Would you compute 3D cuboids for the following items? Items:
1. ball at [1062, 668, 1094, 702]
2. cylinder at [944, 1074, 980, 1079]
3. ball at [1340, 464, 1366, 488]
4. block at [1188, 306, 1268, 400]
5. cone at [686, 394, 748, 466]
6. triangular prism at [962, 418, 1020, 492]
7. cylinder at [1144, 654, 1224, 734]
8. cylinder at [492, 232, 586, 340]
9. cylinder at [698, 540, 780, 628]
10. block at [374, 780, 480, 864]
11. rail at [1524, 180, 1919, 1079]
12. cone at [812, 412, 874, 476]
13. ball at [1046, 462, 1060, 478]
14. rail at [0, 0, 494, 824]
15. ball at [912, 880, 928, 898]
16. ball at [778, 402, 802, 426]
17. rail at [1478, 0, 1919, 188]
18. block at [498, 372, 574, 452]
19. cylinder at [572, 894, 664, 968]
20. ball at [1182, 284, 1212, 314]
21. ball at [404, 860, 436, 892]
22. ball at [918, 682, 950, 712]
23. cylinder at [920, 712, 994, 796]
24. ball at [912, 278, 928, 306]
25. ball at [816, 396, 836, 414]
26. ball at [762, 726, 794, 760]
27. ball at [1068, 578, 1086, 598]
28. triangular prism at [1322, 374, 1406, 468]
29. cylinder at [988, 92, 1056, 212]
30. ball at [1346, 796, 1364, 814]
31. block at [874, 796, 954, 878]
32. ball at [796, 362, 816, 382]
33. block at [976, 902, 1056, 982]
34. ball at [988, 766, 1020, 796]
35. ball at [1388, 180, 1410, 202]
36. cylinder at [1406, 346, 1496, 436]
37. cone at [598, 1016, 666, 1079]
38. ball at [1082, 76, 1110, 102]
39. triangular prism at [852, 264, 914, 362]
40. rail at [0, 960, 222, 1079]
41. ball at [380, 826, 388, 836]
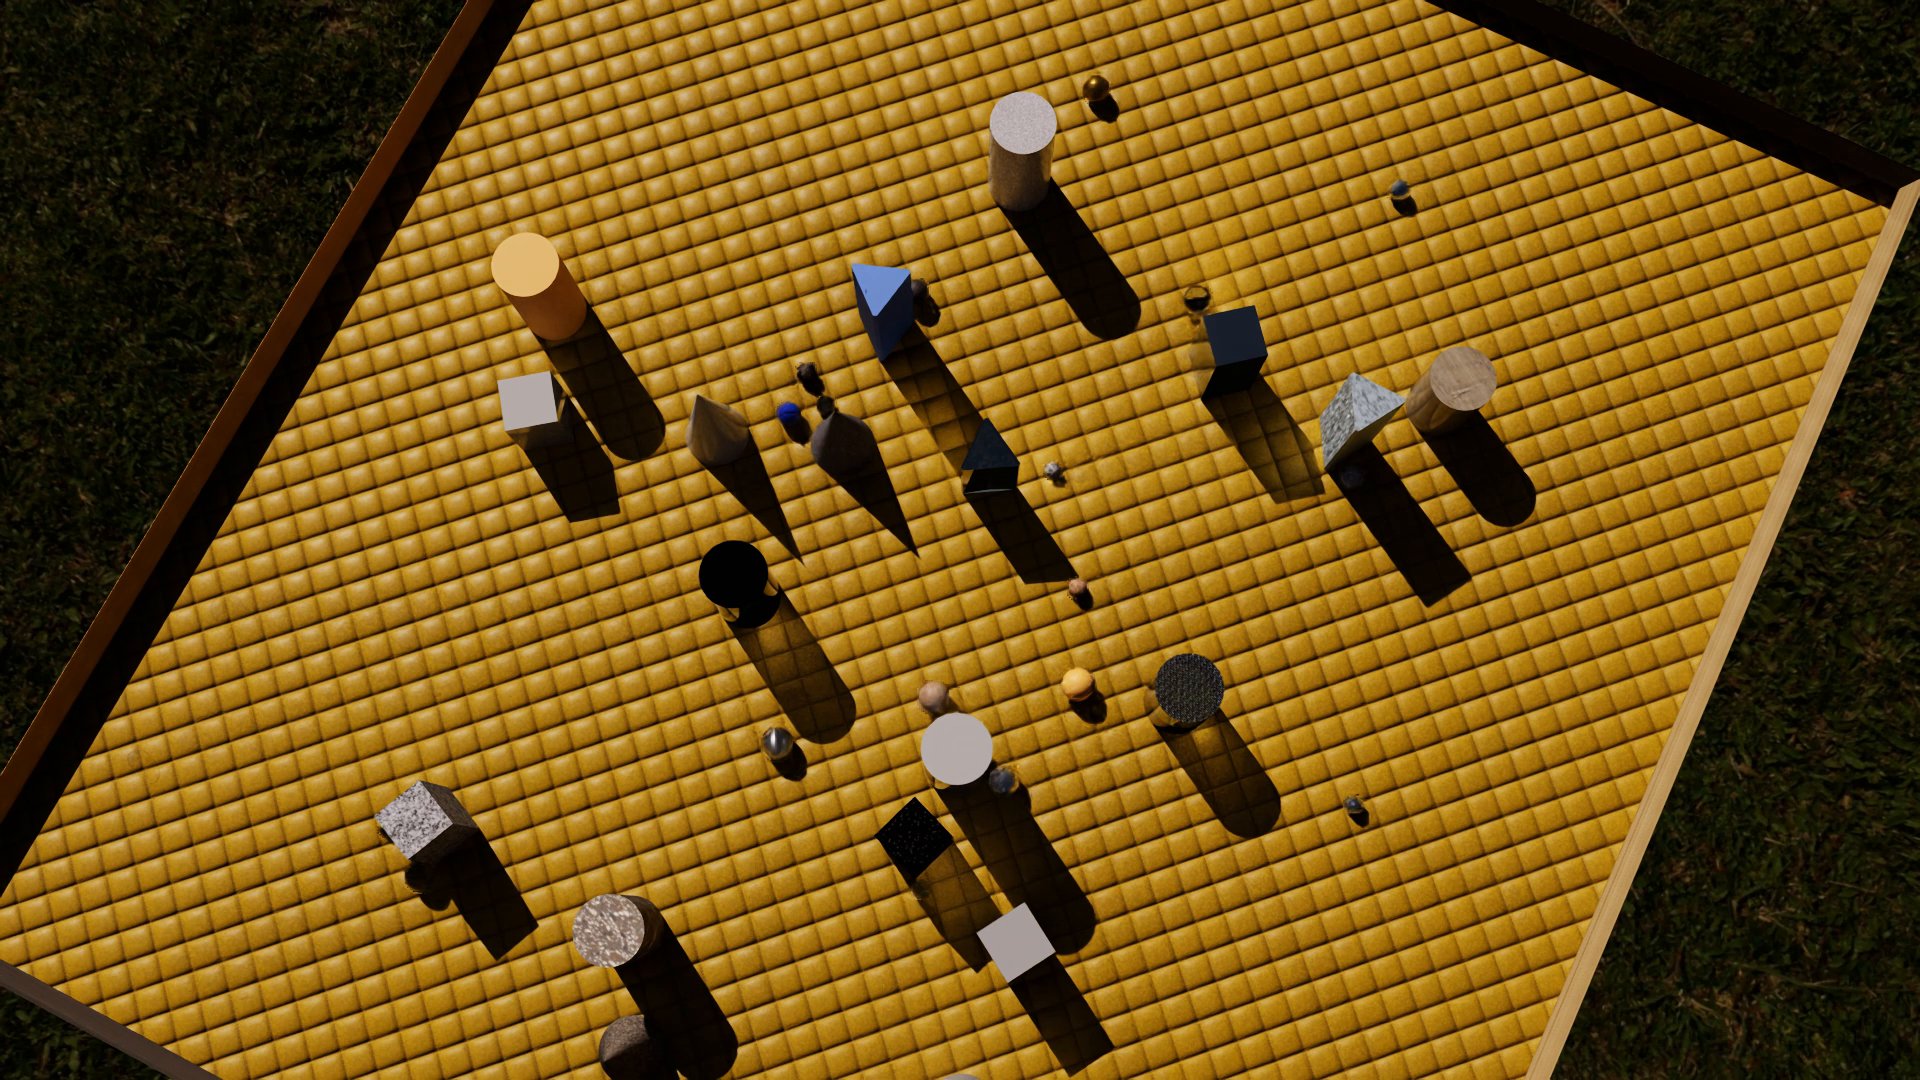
[{"bbox_3d":[0.353,0.432,5.477,0.099,0.099,0.099,0,78,0],"label":"ball"},{"bbox_3d":[0.005,1.607,5.122,0.198,0.317,0.198,0,78,0],"label":"cylinder"},{"bbox_3d":[1.206,-0.194,5.618,0.075,0.075,0.075,0,78,0],"label":"ball"},{"bbox_3d":[0.809,-0.565,5.554,0.158,0.352,0.158,-12,79,-3],"label":"block"},{"bbox_3d":[-0.753,-0.372,5.466,0.198,0.445,0.198,0,78,0],"label":"cone"},{"bbox_3d":[0.084,-0.256,5.516,0.172,0.300,0.149,-5,78,-1],"label":"triangular prism"},{"bbox_3d":[0.651,0.453,5.357,0.198,0.325,0.198,0,78,0],"label":"cylinder"},{"bbox_3d":[-1.273,-0.765,5.565,0.198,0.411,0.198,0,78,0],"label":"cylinder"},{"bbox_3d":[-0.645,0.135,5.400,0.198,0.370,0.198,0,78,0],"label":"cylinder"},{"bbox_3d":[-1.536,0.816,5.295,0.158,0.299,0.158,-39,81,-7],"label":"block"},{"bbox_3d":[1.935,0.954,5.352,0.045,0.129,4.776,26,80,5],"label":"rail"},{"bbox_3d":[-0.363,-0.334,5.489,0.198,0.386,0.198,0,78,0],"label":"cone"},{"bbox_3d":[0.285,-0.216,5.637,0.047,0.047,0.047,0,78,0],"label":"ball"},{"bbox_3d":[-1.935,-0.941,5.745,0.045,0.129,4.776,26,80,5],"label":"rail"},{"bbox_3d":[-0.117,1.023,5.379,0.051,0.051,0.051,0,78,0],"label":"ball"},{"bbox_3d":[-0.527,-0.387,5.659,0.075,0.075,0.075,0,78,0],"label":"ball"},{"bbox_3d":[1.057,-2.064,5.977,4.374,0.129,0.045,26,80,5],"label":"rail"},{"bbox_3d":[-1.288,-0.390,5.574,0.158,0.241,0.158,-11,79,-2],"label":"block"},{"bbox_3d":[-0.966,1.109,5.207,0.198,0.353,0.198,0,78,0],"label":"cylinder"},{"bbox_3d":[0.741,-0.753,5.726,0.087,0.087,0.087,0,78,0],"label":"ball"},{"bbox_3d":[-1.580,0.982,5.366,0.092,0.092,0.092,0,78,0],"label":"ball"},{"bbox_3d":[-0.078,0.468,5.471,0.095,0.095,0.095,0,78,0],"label":"ball"},{"bbox_3d":[-0.008,0.619,5.240,0.198,0.487,0.198,0,78,0],"label":"cylinder"},{"bbox_3d":[-0.140,-0.774,5.733,0.086,0.086,0.086,0,78,0],"label":"ball"},{"bbox_3d":[-0.416,-0.418,5.673,0.059,0.059,0.059,0,78,0],"label":"ball"},{"bbox_3d":[-0.542,0.603,5.443,0.096,0.096,0.096,0,78,0],"label":"ball"},{"bbox_3d":[0.356,0.145,5.557,0.057,0.057,0.057,0,78,0],"label":"ball"},{"bbox_3d":[1.162,-0.371,5.460,0.172,0.457,0.149,-32,80,-6],"label":"triangular prism"},{"bbox_3d":[0.187,-1.187,5.633,0.198,0.449,0.198,0,78,0],"label":"cylinder"},{"bbox_3d":[1.169,0.786,5.426,0.054,0.054,0.054,0,78,0],"label":"ball"},{"bbox_3d":[-0.130,0.862,5.291,0.158,0.288,0.158,-43,82,-8],"label":"block"},{"bbox_3d":[-0.478,-0.520,5.693,0.061,0.061,0.061,0,78,0],"label":"ball"},{"bbox_3d":[0.156,1.147,5.230,0.158,0.292,0.158,-32,80,-6],"label":"block"},{"bbox_3d":[0.130,0.712,5.422,0.093,0.093,0.093,0,78,0],"label":"ball"},{"bbox_3d":[1.394,-1.108,5.811,0.068,0.068,0.068,0,78,0],"label":"ball"},{"bbox_3d":[1.485,-0.447,5.555,0.198,0.302,0.198,0,78,0],"label":"cylinder"},{"bbox_3d":[-0.949,1.435,5.098,0.198,0.435,0.198,0,78,0],"label":"cone"},{"bbox_3d":[0.436,-1.446,5.873,0.084,0.084,0.084,0,78,0],"label":"ball"},{"bbox_3d":[-0.255,-0.714,5.539,0.149,0.442,0.172,36,81,7],"label":"triangular prism"},{"bbox_3d":[-1.057,2.078,5.120,4.374,0.129,0.045,26,80,5],"label":"rail"},{"bbox_3d":[-1.697,0.855,5.419,0.040,0.040,0.040,0,78,0],"label":"ball"}]
